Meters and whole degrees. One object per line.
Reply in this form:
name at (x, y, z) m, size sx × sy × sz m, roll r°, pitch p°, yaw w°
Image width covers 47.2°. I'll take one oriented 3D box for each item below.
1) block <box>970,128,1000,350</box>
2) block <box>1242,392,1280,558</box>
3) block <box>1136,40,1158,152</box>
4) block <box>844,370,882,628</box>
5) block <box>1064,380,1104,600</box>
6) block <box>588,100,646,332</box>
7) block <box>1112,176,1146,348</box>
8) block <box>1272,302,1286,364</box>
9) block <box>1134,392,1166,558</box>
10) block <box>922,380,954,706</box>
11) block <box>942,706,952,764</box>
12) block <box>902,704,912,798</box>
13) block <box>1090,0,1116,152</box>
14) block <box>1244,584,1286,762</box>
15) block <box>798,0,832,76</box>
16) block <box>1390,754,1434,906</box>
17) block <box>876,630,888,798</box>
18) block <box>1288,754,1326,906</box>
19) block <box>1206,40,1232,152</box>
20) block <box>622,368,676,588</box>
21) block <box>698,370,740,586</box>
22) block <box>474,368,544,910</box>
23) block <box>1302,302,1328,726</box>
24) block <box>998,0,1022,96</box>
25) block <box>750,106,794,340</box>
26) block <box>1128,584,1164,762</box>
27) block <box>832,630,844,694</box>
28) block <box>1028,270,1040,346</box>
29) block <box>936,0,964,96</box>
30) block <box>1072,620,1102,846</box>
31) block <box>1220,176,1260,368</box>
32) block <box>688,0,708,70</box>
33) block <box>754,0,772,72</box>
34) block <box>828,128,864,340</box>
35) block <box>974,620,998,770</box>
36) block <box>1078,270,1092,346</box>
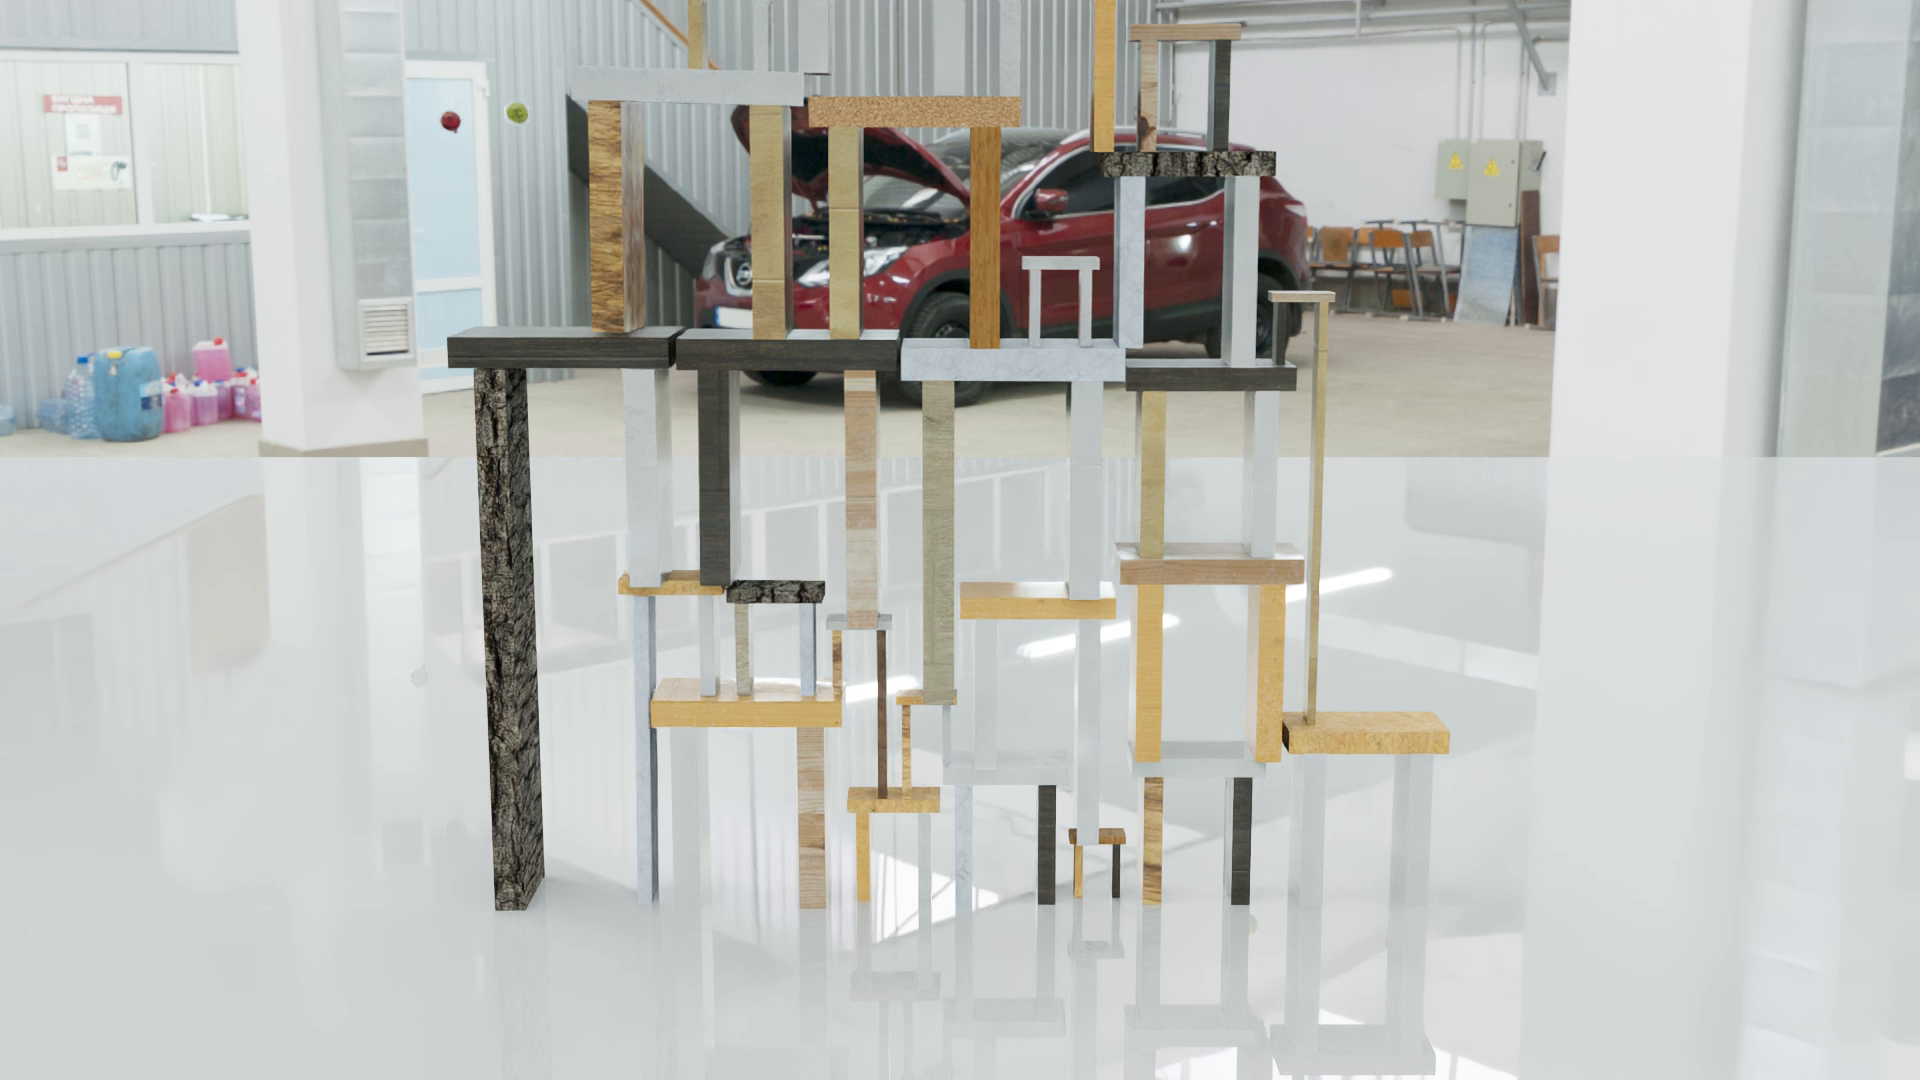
block at (0.039, -0.479, 3.472) m, size 0.046 × 0.339 × 0.162 m, roll 0°, pitch 11°, yaw 0°
block at (0.483, -0.114, 3.542) m, size 0.038 × 0.266 × 0.133 m, roll 0°, pitch 11°, yaw 0°
block at (0.292, -0.693, 3.434) m, size 0.024 × 0.169 × 0.085 m, roll 0°, pitch 11°, yaw 0°
block at (-0.156, -0.077, 3.544) m, size 0.049 × 0.412 × 0.171 m, roll 0°, pitch 11°, yaw 0°
block at (0.198, -0.093, 3.548) m, size 0.049 × 0.349 × 0.175 m, roll 0°, pitch 10°, yaw 0°
block at (-0.540, -0.510, 3.470) m, size 0.050 × 0.353 × 0.176 m, roll 1°, pitch 9°, yaw 3°
block at (0.267, -0.442, 3.479) m, size 0.037 × 0.265 × 0.132 m, roll 0°, pitch 11°, yaw 0°
block at (0.508, -0.331, 3.501) m, size 0.014 × 0.099 × 0.050 m, roll 0°, pitch 11°, yaw 0°
block at (0.305, -0.114, 3.542) m, size 0.038 × 0.266 × 0.133 m, roll 0°, pitch 11°, yaw 0°
block at (-0.034, -0.008, 3.563) m, size 0.049 × 0.522 × 0.175 m, roll 0°, pitch 11°, yaw 0°
block at (-0.022, 0.313, 3.614) m, size 0.014 × 0.099 × 0.050 m, roll 0°, pitch 11°, yaw 0°
block at (-0.088, 0.342, 3.619) m, size 0.014 × 0.159 × 0.049 m, roll 0°, pitch 11°, yaw 0°
block at (0.222, -0.757, 3.420) m, size 0.031 × 0.303 × 0.110 m, roll 0°, pitch 11°, yaw 0°
block at (0.498, 0.202, 3.595) m, size 0.041 × 0.292 × 0.146 m, roll 0°, pitch 11°, yaw 0°
block at (-0.222, -0.878, 3.396) m, size 0.044 × 0.310 × 0.155 m, roll 1°, pitch 11°, yaw 0°
block at (0.748, 0.462, 3.647) m, size 0.037 × 0.259 × 0.130 m, roll 0°, pitch 11°, yaw 0°
block at (-0.127, 0.280, 3.609) m, size 0.015 × 0.284 × 0.054 m, roll 0°, pitch 11°, yaw 0°
block at (0.576, 0.462, 3.647) m, size 0.037 × 0.259 × 0.130 m, roll 0°, pitch 11°, yaw 0°
block at (0.404, -0.693, 3.435) m, size 0.024 × 0.169 × 0.085 m, roll 0°, pitch 11°, yaw 0°
block at (-0.497, -0.112, 3.526) m, size 0.049 × 0.346 × 0.173 m, roll 0°, pitch 11°, yaw 0°
block at (-0.386, -0.111, 3.538) m, size 0.049 × 0.343 × 0.171 m, roll 1°, pitch 11°, yaw 0°
block at (-0.734, 0.153, 3.592) m, size 0.049 × 0.887 × 0.173 m, roll 0°, pitch 11°, yaw 0°
block at (0.574, -0.041, 3.555) m, size 0.014 × 0.690 × 0.049 m, roll 0°, pitch 11°, yaw 0°
block at (0.077, -0.799, 3.411) m, size 0.031 × 0.220 × 0.110 m, roll 0°, pitch 11°, yaw 0°
block at (-0.296, -0.502, 3.463) m, size 0.050 × 0.356 × 0.176 m, roll 0°, pitch 11°, yaw 0°
block at (0.304, 0.202, 3.596) m, size 0.041 × 0.293 × 0.146 m, roll 0°, pitch 11°, yaw 0°
block at (-0.199, 0.193, 3.593) m, size 0.015 × 0.107 × 0.054 m, roll 0°, pitch 11°, yaw 0°
block at (0.118, -0.371, 3.488) m, size 0.017 × 0.121 × 0.060 m, roll 0°, pitch 11°, yaw 0°
block at (-0.015, -0.861, 3.398) m, size 0.044 × 0.346 × 0.155 m, roll 0°, pitch 11°, yaw 0°
block at (0.208, 0.301, 3.611) m, size 0.035 × 0.378 × 0.125 m, roll 0°, pitch 10°, yaw 0°
block at (0.443, -0.427, 3.480) m, size 0.037 × 0.295 × 0.132 m, roll 0°, pitch 11°, yaw 0°
block at (-0.406, -0.804, 3.406) m, size 0.021 × 0.151 × 0.076 m, roll 0°, pitch 10°, yaw 1°
block at (-0.305, -0.801, 3.406) m, size 0.021 × 0.151 × 0.076 m, roll 1°, pitch 11°, yaw 0°
block at (-0.179, -0.487, 3.470) m, size 0.046 × 0.324 × 0.162 m, roll 0°, pitch 11°, yaw 0°
block at (0.041, 0.238, 3.599) m, size 0.035 × 0.250 × 0.125 m, roll 0°, pitch 11°, yaw 0°
block at (0.198, -0.370, 3.488) m, size 0.017 × 0.121 × 0.060 m, roll 0°, pitch 11°, yaw 0°
